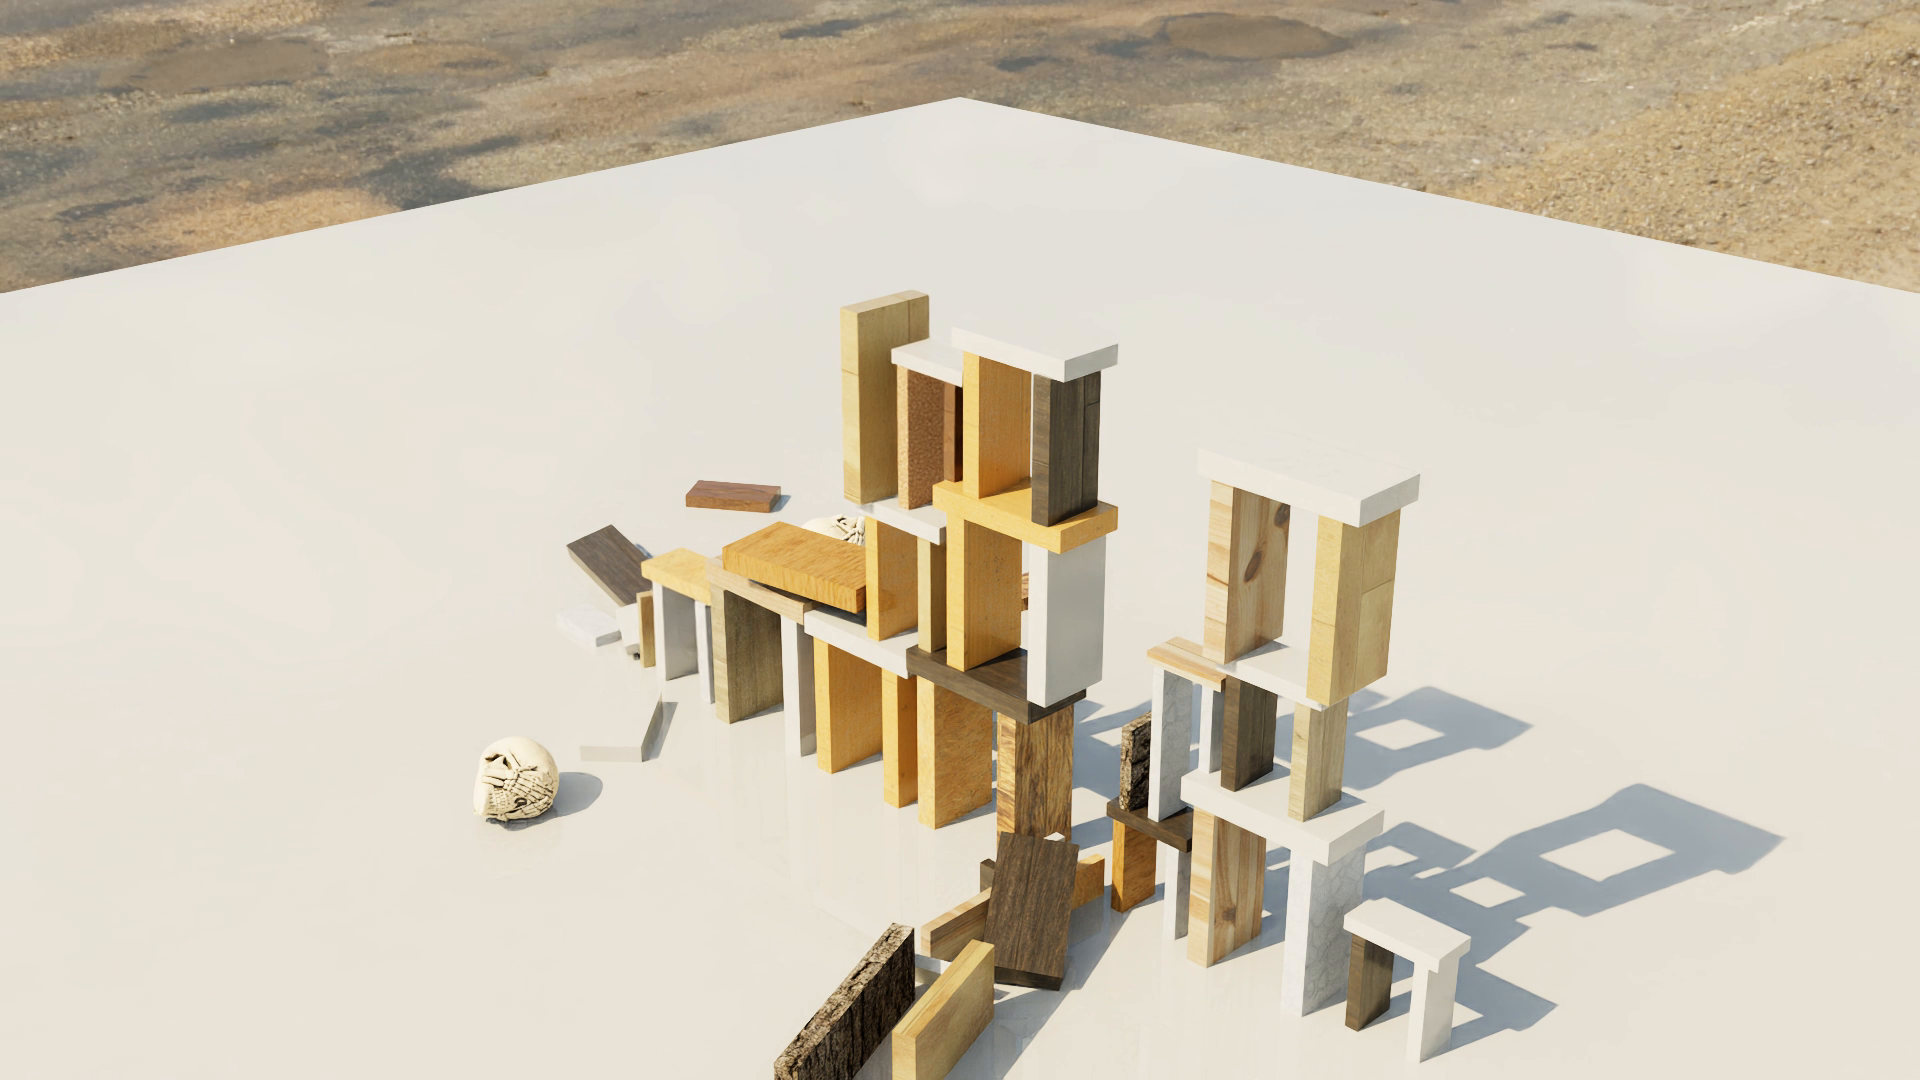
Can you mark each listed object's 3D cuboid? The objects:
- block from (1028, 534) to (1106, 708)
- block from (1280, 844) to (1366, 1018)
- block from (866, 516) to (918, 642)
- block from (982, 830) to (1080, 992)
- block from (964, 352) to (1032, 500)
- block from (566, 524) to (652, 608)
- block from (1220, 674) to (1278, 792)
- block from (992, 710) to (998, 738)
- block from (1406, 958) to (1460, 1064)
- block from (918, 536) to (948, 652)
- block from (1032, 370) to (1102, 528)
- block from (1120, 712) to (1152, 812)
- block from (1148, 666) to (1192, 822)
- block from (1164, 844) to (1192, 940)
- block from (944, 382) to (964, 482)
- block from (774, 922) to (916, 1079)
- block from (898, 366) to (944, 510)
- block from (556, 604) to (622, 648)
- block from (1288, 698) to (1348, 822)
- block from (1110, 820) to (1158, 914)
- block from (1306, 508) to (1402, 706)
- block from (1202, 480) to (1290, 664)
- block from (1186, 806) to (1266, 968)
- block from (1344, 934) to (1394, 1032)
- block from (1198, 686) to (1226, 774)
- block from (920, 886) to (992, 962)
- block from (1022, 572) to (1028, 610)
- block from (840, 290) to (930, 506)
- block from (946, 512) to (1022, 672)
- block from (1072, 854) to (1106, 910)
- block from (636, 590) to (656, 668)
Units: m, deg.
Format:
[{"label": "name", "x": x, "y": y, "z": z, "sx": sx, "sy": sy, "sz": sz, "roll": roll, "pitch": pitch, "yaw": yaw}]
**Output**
[{"label": "block", "x": 0.198, "y": 0.136, "z": 4.073, "sx": 0.159, "sy": 0.319, "sz": 0.045, "roll": -21, "pitch": 31, "yaw": -41}, {"label": "block", "x": 0.631, "y": 0.654, "z": 3.814, "sx": 0.045, "sy": 0.317, "sz": 0.158, "roll": 21, "pitch": 31, "yaw": 41}, {"label": "block", "x": -0.132, "y": 0.060, "z": 4.387, "sx": 0.119, "sy": 0.265, "sz": 0.034, "roll": -21, "pitch": 31, "yaw": -40}, {"label": "block", "x": 0.125, "y": 0.667, "z": 3.975, "sx": 0.148, "sy": 0.042, "sz": 0.295, "roll": 10, "pitch": 45, "yaw": 2}, {"label": "block", "x": 0.069, "y": -0.227, "z": 4.049, "sx": 0.039, "sy": 0.278, "sz": 0.139, "roll": 21, "pitch": 31, "yaw": 41}, {"label": "block", "x": -0.800, "y": 0.107, "z": 5.421, "sx": 0.130, "sy": 0.037, "sz": 0.622, "roll": -26, "pitch": 31, "yaw": -20}, {"label": "block", "x": 0.502, "y": 0.317, "z": 3.808, "sx": 0.031, "sy": 0.219, "sz": 0.109, "roll": 21, "pitch": 31, "yaw": 40}, {"label": "block", "x": -0.007, "y": 0.392, "z": 4.787, "sx": 0.271, "sy": 0.038, "sz": 0.135, "roll": -8, "pitch": 24, "yaw": -19}, {"label": "block", "x": 0.794, "y": 0.775, "z": 3.692, "sx": 0.027, "sy": 0.188, "sz": 0.094, "roll": 21, "pitch": 31, "yaw": 41}, {"label": "block", "x": -0.027, "y": 0.089, "z": 4.286, "sx": 0.119, "sy": 0.238, "sz": 0.034, "roll": -21, "pitch": 31, "yaw": -41}, {"label": "block", "x": 0.190, "y": -0.175, "z": 3.926, "sx": 0.039, "sy": 0.278, "sz": 0.139, "roll": 20, "pitch": 30, "yaw": 39}, {"label": "block", "x": 0.329, "y": 0.405, "z": 4.031, "sx": 0.024, "sy": 0.167, "sz": 0.084, "roll": 19, "pitch": 30, "yaw": 38}, {"label": "block", "x": 0.380, "y": 0.355, "z": 3.967, "sx": 0.083, "sy": 0.309, "sz": 0.024, "roll": -21, "pitch": 31, "yaw": -40}, {"label": "block", "x": 0.417, "y": 0.629, "z": 4.033, "sx": 0.027, "sy": 0.192, "sz": 0.096, "roll": 21, "pitch": 31, "yaw": 41}, {"label": "block", "x": 0.015, "y": -0.214, "z": 4.123, "sx": 0.098, "sy": 0.195, "sz": 0.028, "roll": -21, "pitch": 31, "yaw": -41}, {"label": "block", "x": -0.185, "y": 0.813, "z": 3.655, "sx": 0.042, "sy": 0.148, "sz": 0.437, "roll": 10, "pitch": 25, "yaw": 22}, {"label": "block", "x": -0.074, "y": -0.206, "z": 4.222, "sx": 0.098, "sy": 0.287, "sz": 0.028, "roll": -21, "pitch": 31, "yaw": -40}, {"label": "block", "x": -0.878, "y": 0.203, "z": 5.251, "sx": 0.090, "sy": 0.026, "sz": 0.180, "roll": -18, "pitch": 29, "yaw": -37}, {"label": "block", "x": 0.605, "y": 0.357, "z": 3.713, "sx": 0.031, "sy": 0.219, "sz": 0.109, "roll": 21, "pitch": 31, "yaw": 41}, {"label": "block", "x": 0.327, "y": 0.594, "z": 4.117, "sx": 0.027, "sy": 0.192, "sz": 0.096, "roll": 21, "pitch": 31, "yaw": 41}, {"label": "block", "x": 0.638, "y": 0.092, "z": 3.564, "sx": 0.046, "sy": 0.323, "sz": 0.162, "roll": 21, "pitch": 31, "yaw": 41}, {"label": "block", "x": 0.485, "y": 0.033, "z": 3.704, "sx": 0.046, "sy": 0.323, "sz": 0.162, "roll": 21, "pitch": 31, "yaw": 41}, {"label": "block", "x": 0.482, "y": 0.595, "z": 3.952, "sx": 0.045, "sy": 0.317, "sz": 0.158, "roll": 21, "pitch": 31, "yaw": 41}, {"label": "block", "x": 0.705, "y": 0.741, "z": 3.774, "sx": 0.027, "sy": 0.188, "sz": 0.094, "roll": 21, "pitch": 31, "yaw": 41}, {"label": "block", "x": 0.458, "y": 0.320, "z": 3.868, "sx": 0.024, "sy": 0.166, "sz": 0.083, "roll": 21, "pitch": 31, "yaw": 41}, {"label": "block", "x": 0.009, "y": 0.703, "z": 3.998, "sx": 0.024, "sy": 0.084, "sz": 0.204, "roll": 21, "pitch": 30, "yaw": 40}, {"label": "block", "x": 0.200, "y": 0.115, "z": 5.447, "sx": 0.236, "sy": 0.033, "sz": 0.118, "roll": -16, "pitch": 28, "yaw": -33}, {"label": "block", "x": -0.143, "y": -0.276, "z": 4.257, "sx": 0.180, "sy": 0.388, "sz": 0.051, "roll": -19, "pitch": 30, "yaw": -38}, {"label": "block", "x": 0.047, "y": 0.077, "z": 4.212, "sx": 0.045, "sy": 0.319, "sz": 0.159, "roll": 21, "pitch": 31, "yaw": 41}, {"label": "block", "x": 0.207, "y": 0.653, "z": 4.120, "sx": 0.159, "sy": 0.080, "sz": 0.023, "roll": -19, "pitch": 30, "yaw": -38}, {"label": "block", "x": -0.692, "y": 0.201, "z": 5.057, "sx": 0.090, "sy": 0.180, "sz": 0.025, "roll": -11, "pitch": 26, "yaw": -23}]
